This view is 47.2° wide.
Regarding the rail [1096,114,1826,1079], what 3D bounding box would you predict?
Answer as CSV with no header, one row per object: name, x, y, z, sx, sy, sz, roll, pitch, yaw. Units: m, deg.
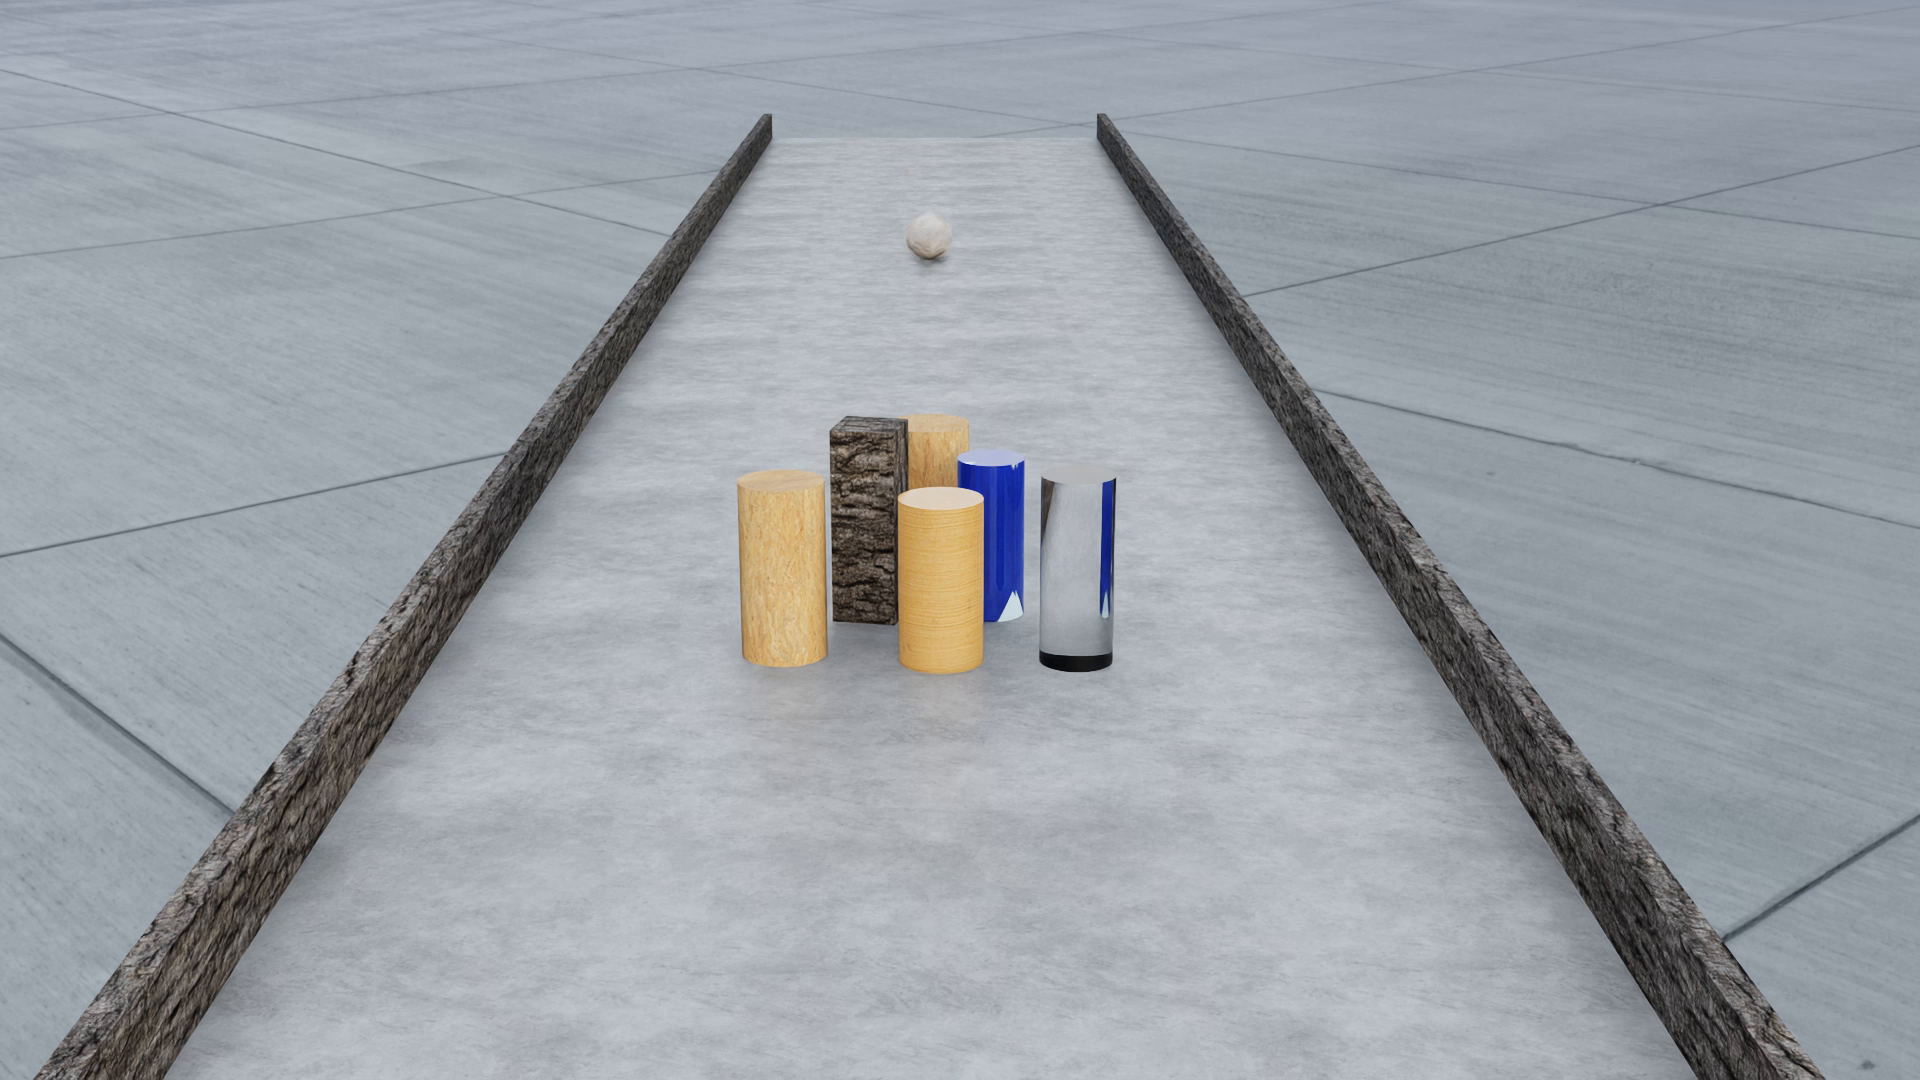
rail,0.932,-0.844,7.801,0.050,0.150,12.000,0,17,-1

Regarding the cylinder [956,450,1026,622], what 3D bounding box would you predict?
cylinder,0.065,-0.010,4.665,0.144,0.340,0.144,0,17,0

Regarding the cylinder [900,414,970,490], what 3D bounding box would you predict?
cylinder,-0.068,-0.086,4.889,0.176,0.358,0.176,0,17,0

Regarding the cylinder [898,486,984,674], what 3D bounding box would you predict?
cylinder,-0.038,0.079,4.372,0.170,0.336,0.170,0,17,0

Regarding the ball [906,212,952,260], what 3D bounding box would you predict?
ball,-0.130,-1.263,9.135,0.193,0.193,0.193,0,17,0

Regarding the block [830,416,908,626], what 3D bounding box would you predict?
block,-0.189,-0.042,4.639,0.135,0.414,0.135,3,17,11

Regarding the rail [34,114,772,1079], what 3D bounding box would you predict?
rail,-1.118,-0.838,7.780,0.050,0.150,12.000,0,17,-1

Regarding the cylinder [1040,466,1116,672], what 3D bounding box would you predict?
cylinder,0.233,0.056,4.363,0.148,0.385,0.148,0,17,0

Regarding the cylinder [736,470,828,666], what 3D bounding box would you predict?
cylinder,-0.355,0.055,4.408,0.173,0.361,0.173,0,17,0
